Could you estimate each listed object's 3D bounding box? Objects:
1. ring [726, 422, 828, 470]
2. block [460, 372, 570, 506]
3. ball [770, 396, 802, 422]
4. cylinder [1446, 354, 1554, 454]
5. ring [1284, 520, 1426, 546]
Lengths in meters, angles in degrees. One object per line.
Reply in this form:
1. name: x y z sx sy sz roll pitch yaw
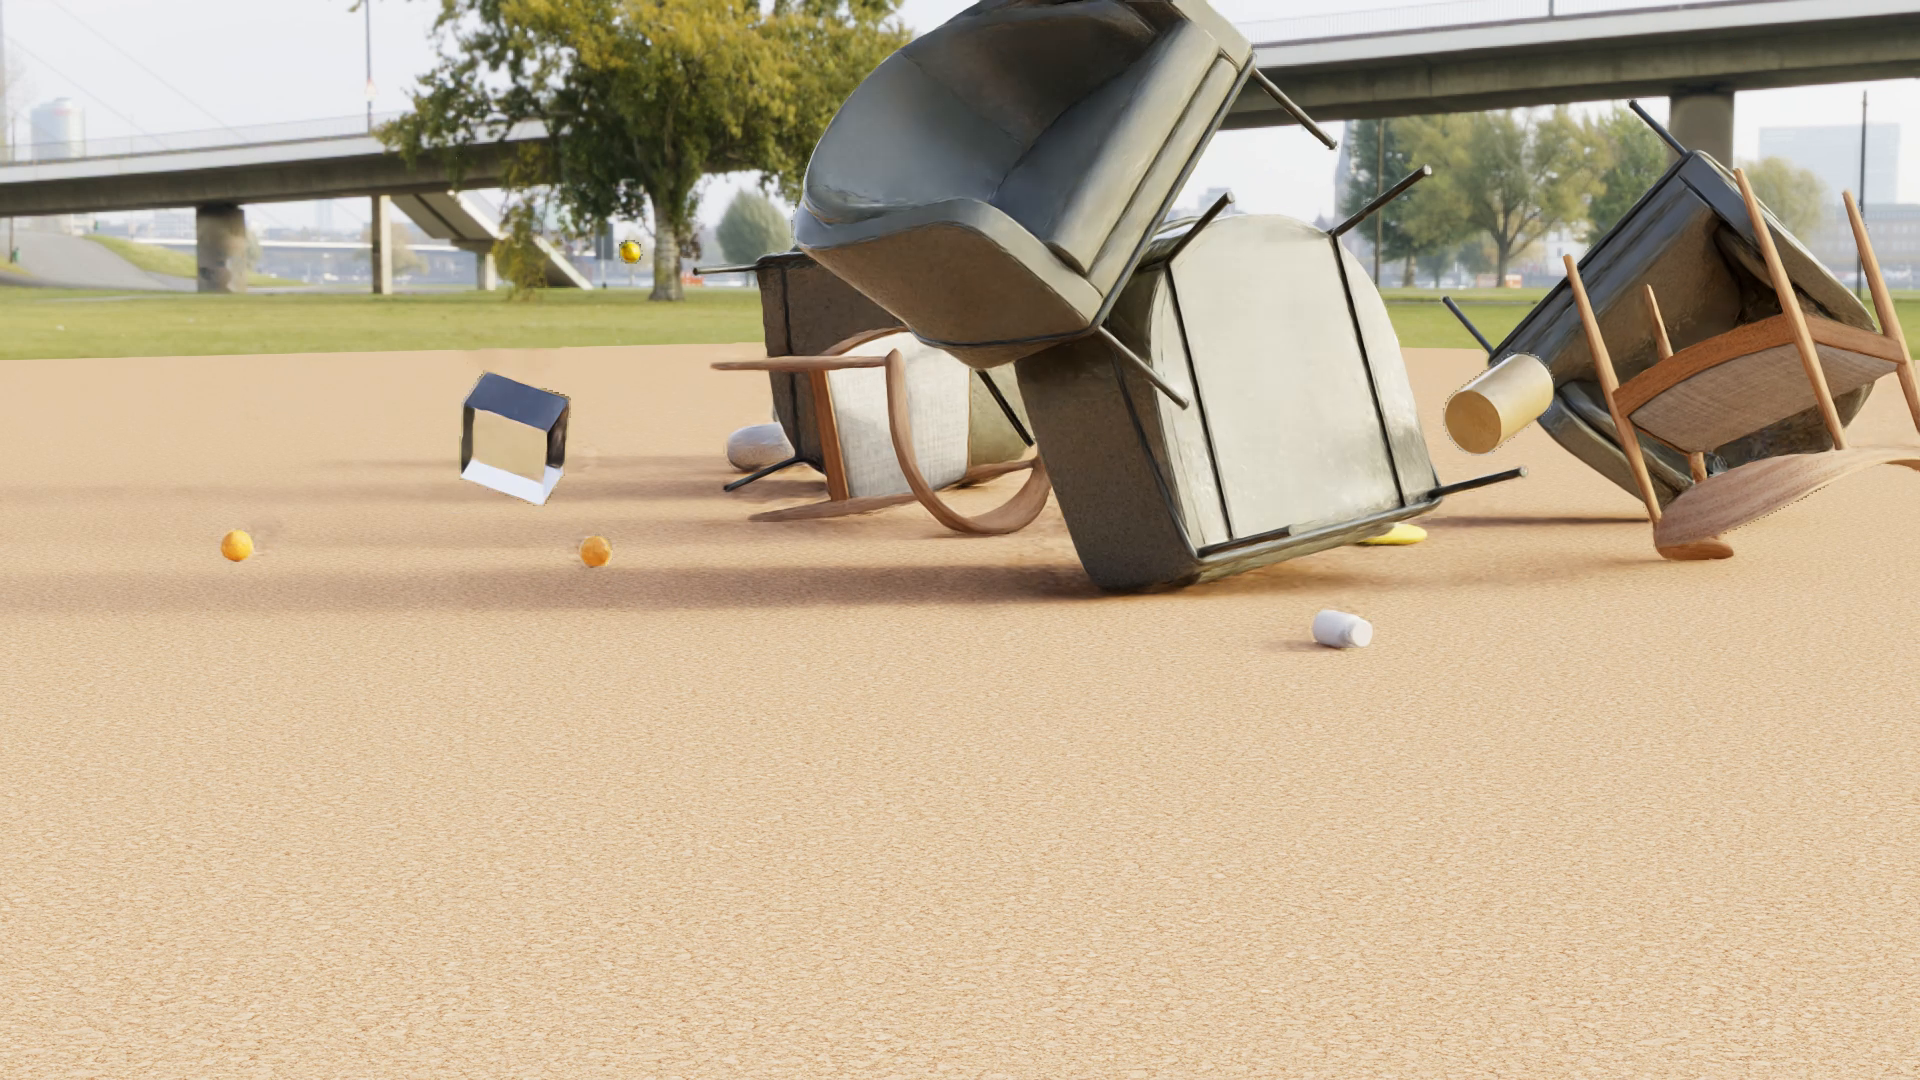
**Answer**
1. ring: -0.617 -0.318 8.654 0.345 0.135 0.348 -8 -4 41
2. block: -1.233 -0.281 7.098 0.245 0.278 0.150 19 45 5
3. ball: -0.591 -0.435 8.723 0.106 0.106 0.106 0 6 0
4. cylinder: 1.052 -0.265 5.005 0.148 0.128 0.180 -33 -10 -24
5. ring: 0.981 -0.019 6.384 0.358 0.044 0.277 3 6 22
